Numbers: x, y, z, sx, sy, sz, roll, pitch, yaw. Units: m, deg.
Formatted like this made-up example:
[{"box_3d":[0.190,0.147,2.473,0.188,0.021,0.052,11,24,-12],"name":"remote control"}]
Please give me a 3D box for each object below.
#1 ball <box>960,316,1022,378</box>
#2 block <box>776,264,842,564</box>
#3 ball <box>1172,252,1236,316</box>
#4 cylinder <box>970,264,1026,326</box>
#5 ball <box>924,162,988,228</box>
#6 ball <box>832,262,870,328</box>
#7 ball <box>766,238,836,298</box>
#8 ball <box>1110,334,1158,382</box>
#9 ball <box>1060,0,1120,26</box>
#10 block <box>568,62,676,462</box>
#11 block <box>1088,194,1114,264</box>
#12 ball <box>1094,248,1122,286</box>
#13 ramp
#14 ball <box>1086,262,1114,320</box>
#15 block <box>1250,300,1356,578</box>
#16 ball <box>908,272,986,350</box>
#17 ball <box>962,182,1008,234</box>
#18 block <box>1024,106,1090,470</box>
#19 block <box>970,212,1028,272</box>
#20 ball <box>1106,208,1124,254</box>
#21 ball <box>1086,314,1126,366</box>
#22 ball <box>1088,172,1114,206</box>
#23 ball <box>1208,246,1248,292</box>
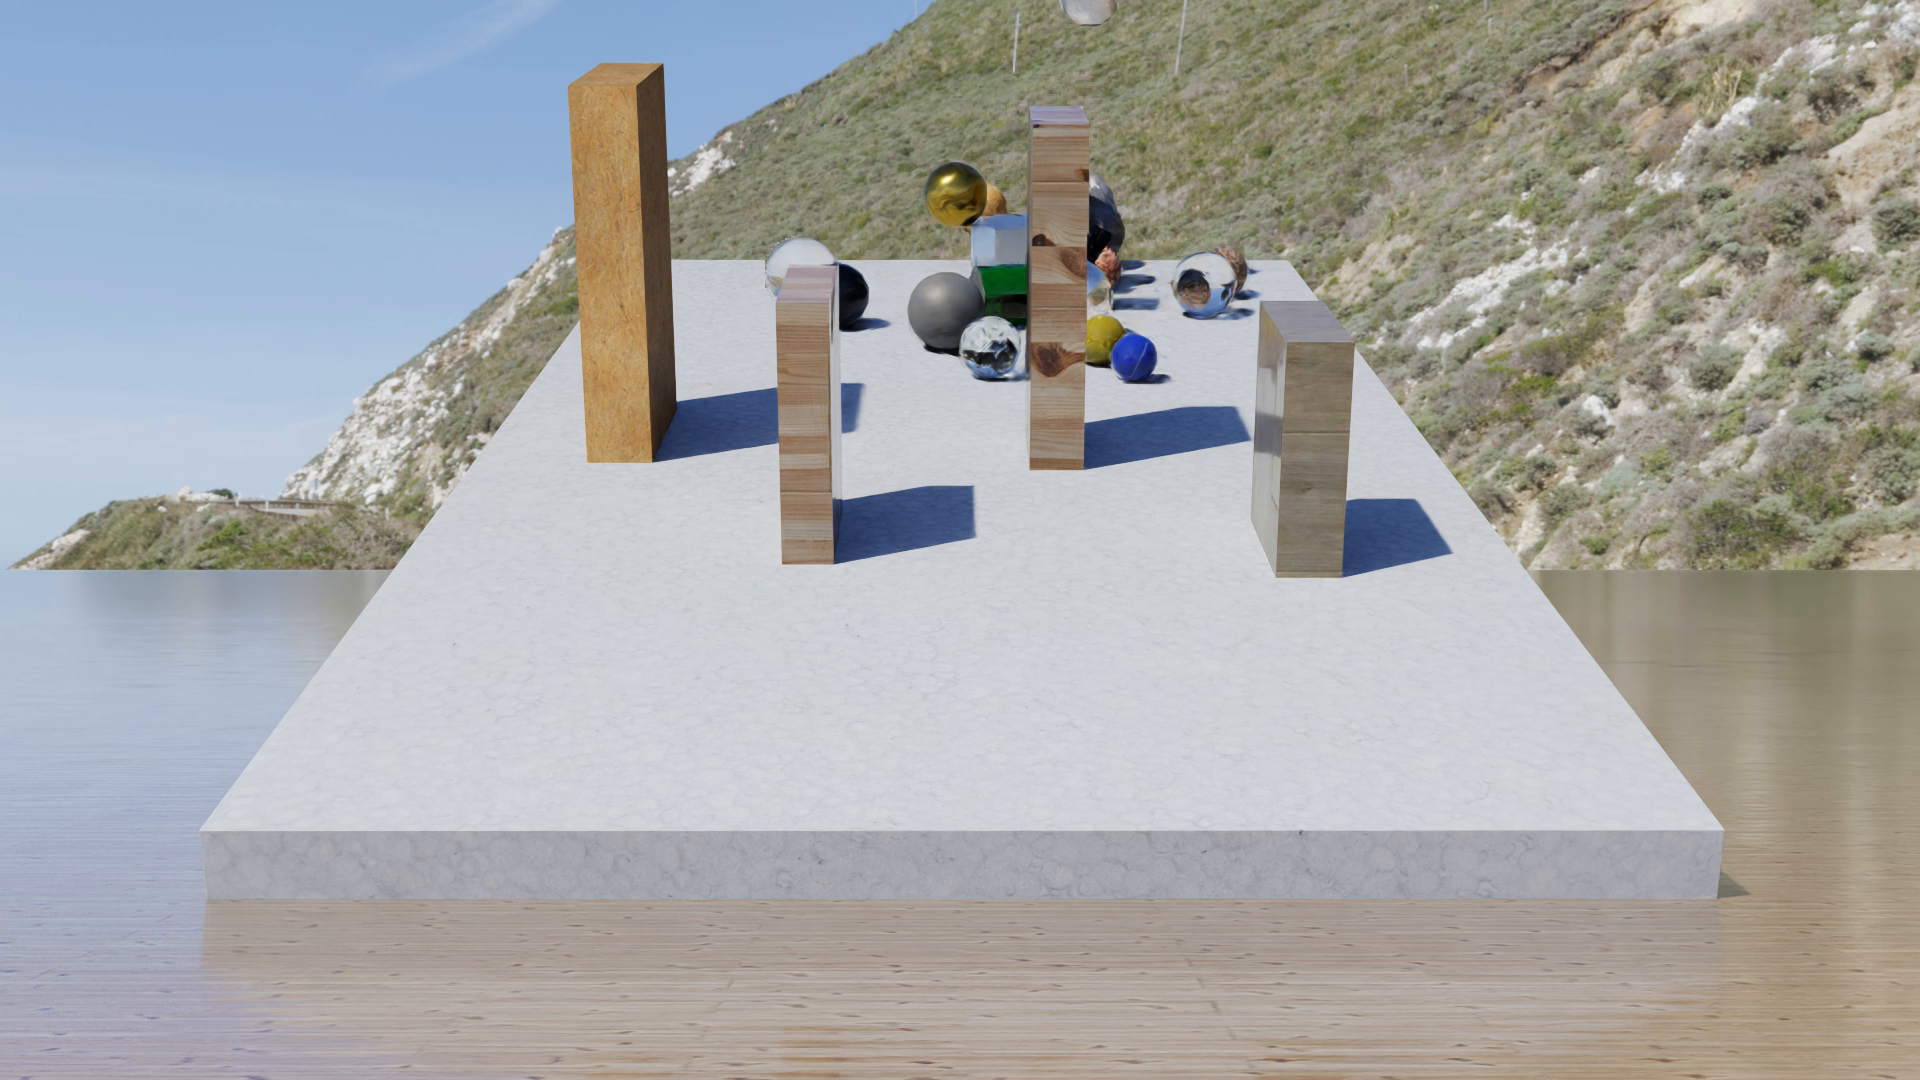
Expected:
[{"box_3d":[0.072,-0.458,5.296,0.147,0.147,0.147,0,-1,0],"name":"ball"},{"box_3d":[-0.271,-0.234,4.064,0.092,0.474,0.343,0,18,0],"name":"block"},{"box_3d":[0.650,-0.682,5.954,0.172,0.172,0.172,0,-1,0],"name":"ball"},{"box_3d":[0.120,-0.638,5.825,0.158,0.158,0.158,-5,1,-14],"name":"cylinder"},{"box_3d":[-0.012,-0.950,6.155,0.179,0.179,0.179,0,-1,0],"name":"ball"},{"box_3d":[-0.320,-0.638,5.820,0.168,0.168,0.168,0,-1,0],"name":"ball"},{"box_3d":[-0.425,-0.716,6.017,0.195,0.195,0.195,0,-1,0],"name":"ball"},{"box_3d":[0.411,-0.429,5.266,0.111,0.111,0.111,0,-1,0],"name":"ball"},{"box_3d":[0.352,-1.480,6.069,0.167,0.167,0.167,0,-1,0],"name":"ball"},{"box_3d":[-0.701,-0.590,4.693,0.134,0.766,0.438,0,18,0],"name":"block"},{"box_3d":[0.306,-0.830,5.982,0.153,0.153,0.153,24,35,-14],"name":"block"},{"box_3d":[0.387,-0.760,6.264,0.130,0.130,0.130,0,-1,0],"name":"ball"},{"box_3d":[-0.003,-0.184,4.847,2.000,0.100,4.000,0,18,0],"name":"ramp"},{"box_3d":[0.288,-0.616,5.694,0.204,0.204,0.204,0,-1,0],"name":"ball"},{"box_3d":[0.609,-0.187,4.006,0.116,0.421,0.344,0,18,0],"name":"block"},{"box_3d":[-0.034,-0.571,5.570,0.194,0.194,0.194,0,-1,0],"name":"ball"},{"box_3d":[0.061,-0.967,6.531,0.157,0.157,0.157,0,-1,0],"name":"ball"},{"box_3d":[0.197,-0.520,4.588,0.110,0.699,0.296,0,18,0],"name":"block"},{"box_3d":[0.152,-0.806,6.298,0.191,0.191,0.191,-7,20,-20],"name":"block"},{"box_3d":[0.381,-0.908,6.596,0.209,0.209,0.209,0,-1,0],"name":"ball"},{"box_3d":[0.344,-0.486,5.424,0.122,0.122,0.122,0,-1,0],"name":"ball"},{"box_3d":[0.340,-0.944,6.301,0.191,0.191,0.191,0,-1,0],"name":"ball"},{"box_3d":[0.728,-0.745,6.198,0.142,0.142,0.142,0,-1,0],"name":"ball"}]
